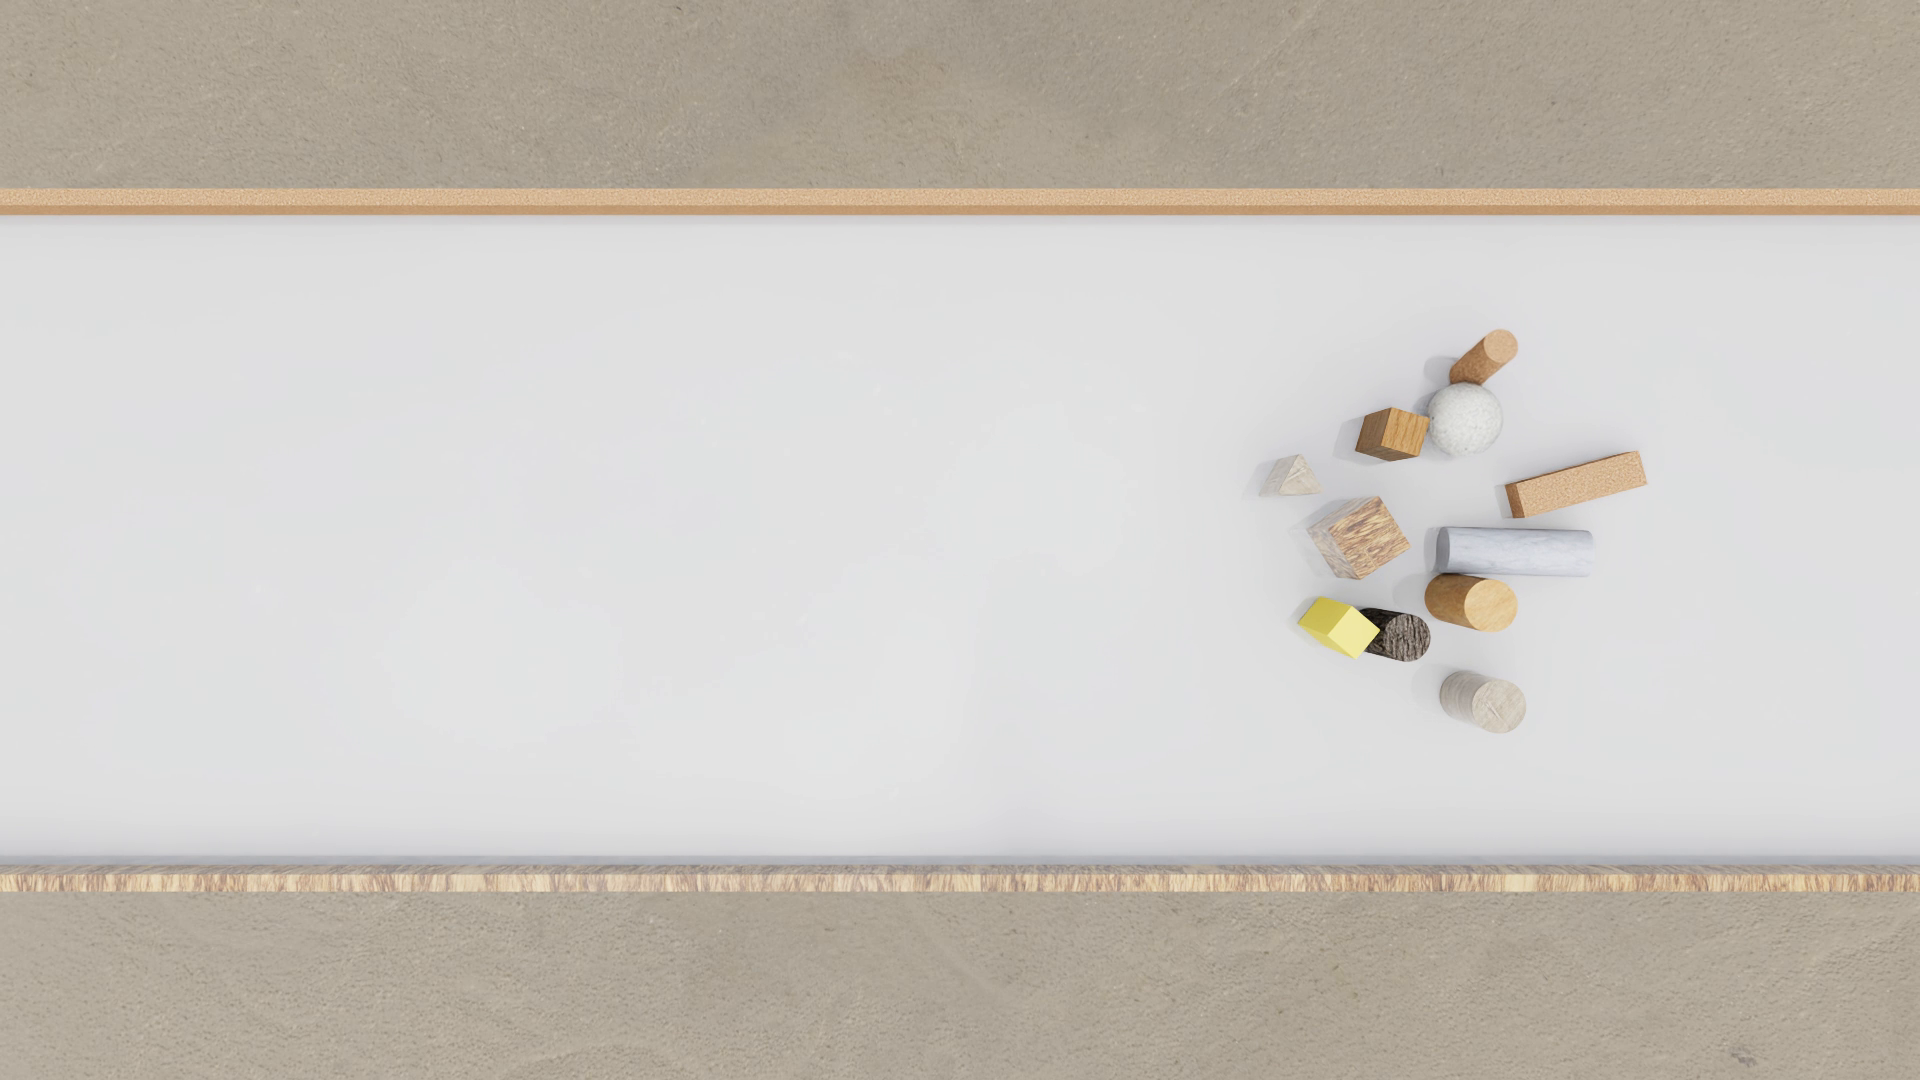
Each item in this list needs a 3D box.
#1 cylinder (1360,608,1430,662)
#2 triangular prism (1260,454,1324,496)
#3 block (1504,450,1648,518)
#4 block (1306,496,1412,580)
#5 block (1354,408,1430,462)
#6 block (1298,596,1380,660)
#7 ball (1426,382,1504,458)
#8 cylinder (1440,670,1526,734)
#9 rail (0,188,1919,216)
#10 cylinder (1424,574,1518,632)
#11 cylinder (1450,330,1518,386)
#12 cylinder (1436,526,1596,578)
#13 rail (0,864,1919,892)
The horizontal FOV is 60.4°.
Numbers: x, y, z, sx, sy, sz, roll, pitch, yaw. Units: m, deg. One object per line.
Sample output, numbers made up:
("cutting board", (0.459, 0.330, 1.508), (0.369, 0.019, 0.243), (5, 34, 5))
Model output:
("cylinder", (1.273, 0.279, 4.902), (0.138, 0.341, 0.138), (0, 91, -3))
("triangular prism", (0.982, -0.193, 4.916), (0.130, 0.322, 0.112), (-2, 90, 0))
("block", (1.875, -0.168, 5.023), (0.383, 0.107, 0.107), (-15, 90, 0))
("block", (1.185, -0.006, 4.924), (0.176, 0.305, 0.176), (-33, 90, 0))
("block", (1.286, -0.312, 4.919), (0.115, 0.314, 0.115), (16, 90, 0))
("block", (1.125, 0.259, 4.915), (0.110, 0.314, 0.110), (40, 90, -5))
("ball", (1.518, -0.362, 4.964), (0.225, 0.225, 0.225), (0, 90, 0))
("cylinder", (1.553, 0.480, 4.913), (0.157, 0.326, 0.157), (0, 90, 0))
("rail", (-2.247, -1.025, 5.002), (12.000, 0.150, 0.050), (0, 90, 0))
("cylinder", (1.508, 0.182, 4.882), (0.153, 0.384, 0.153), (0, 92, -1))
("cylinder", (1.559, -0.532, 4.917), (0.101, 0.305, 0.101), (0, 79, -2))
("cylinder", (1.683, 0.036, 5.005), (0.435, 0.143, 0.143), (2, 90, 0))
("rail", (-2.247, 1.025, 5.001), (12.000, 0.150, 0.050), (0, 90, 0))
